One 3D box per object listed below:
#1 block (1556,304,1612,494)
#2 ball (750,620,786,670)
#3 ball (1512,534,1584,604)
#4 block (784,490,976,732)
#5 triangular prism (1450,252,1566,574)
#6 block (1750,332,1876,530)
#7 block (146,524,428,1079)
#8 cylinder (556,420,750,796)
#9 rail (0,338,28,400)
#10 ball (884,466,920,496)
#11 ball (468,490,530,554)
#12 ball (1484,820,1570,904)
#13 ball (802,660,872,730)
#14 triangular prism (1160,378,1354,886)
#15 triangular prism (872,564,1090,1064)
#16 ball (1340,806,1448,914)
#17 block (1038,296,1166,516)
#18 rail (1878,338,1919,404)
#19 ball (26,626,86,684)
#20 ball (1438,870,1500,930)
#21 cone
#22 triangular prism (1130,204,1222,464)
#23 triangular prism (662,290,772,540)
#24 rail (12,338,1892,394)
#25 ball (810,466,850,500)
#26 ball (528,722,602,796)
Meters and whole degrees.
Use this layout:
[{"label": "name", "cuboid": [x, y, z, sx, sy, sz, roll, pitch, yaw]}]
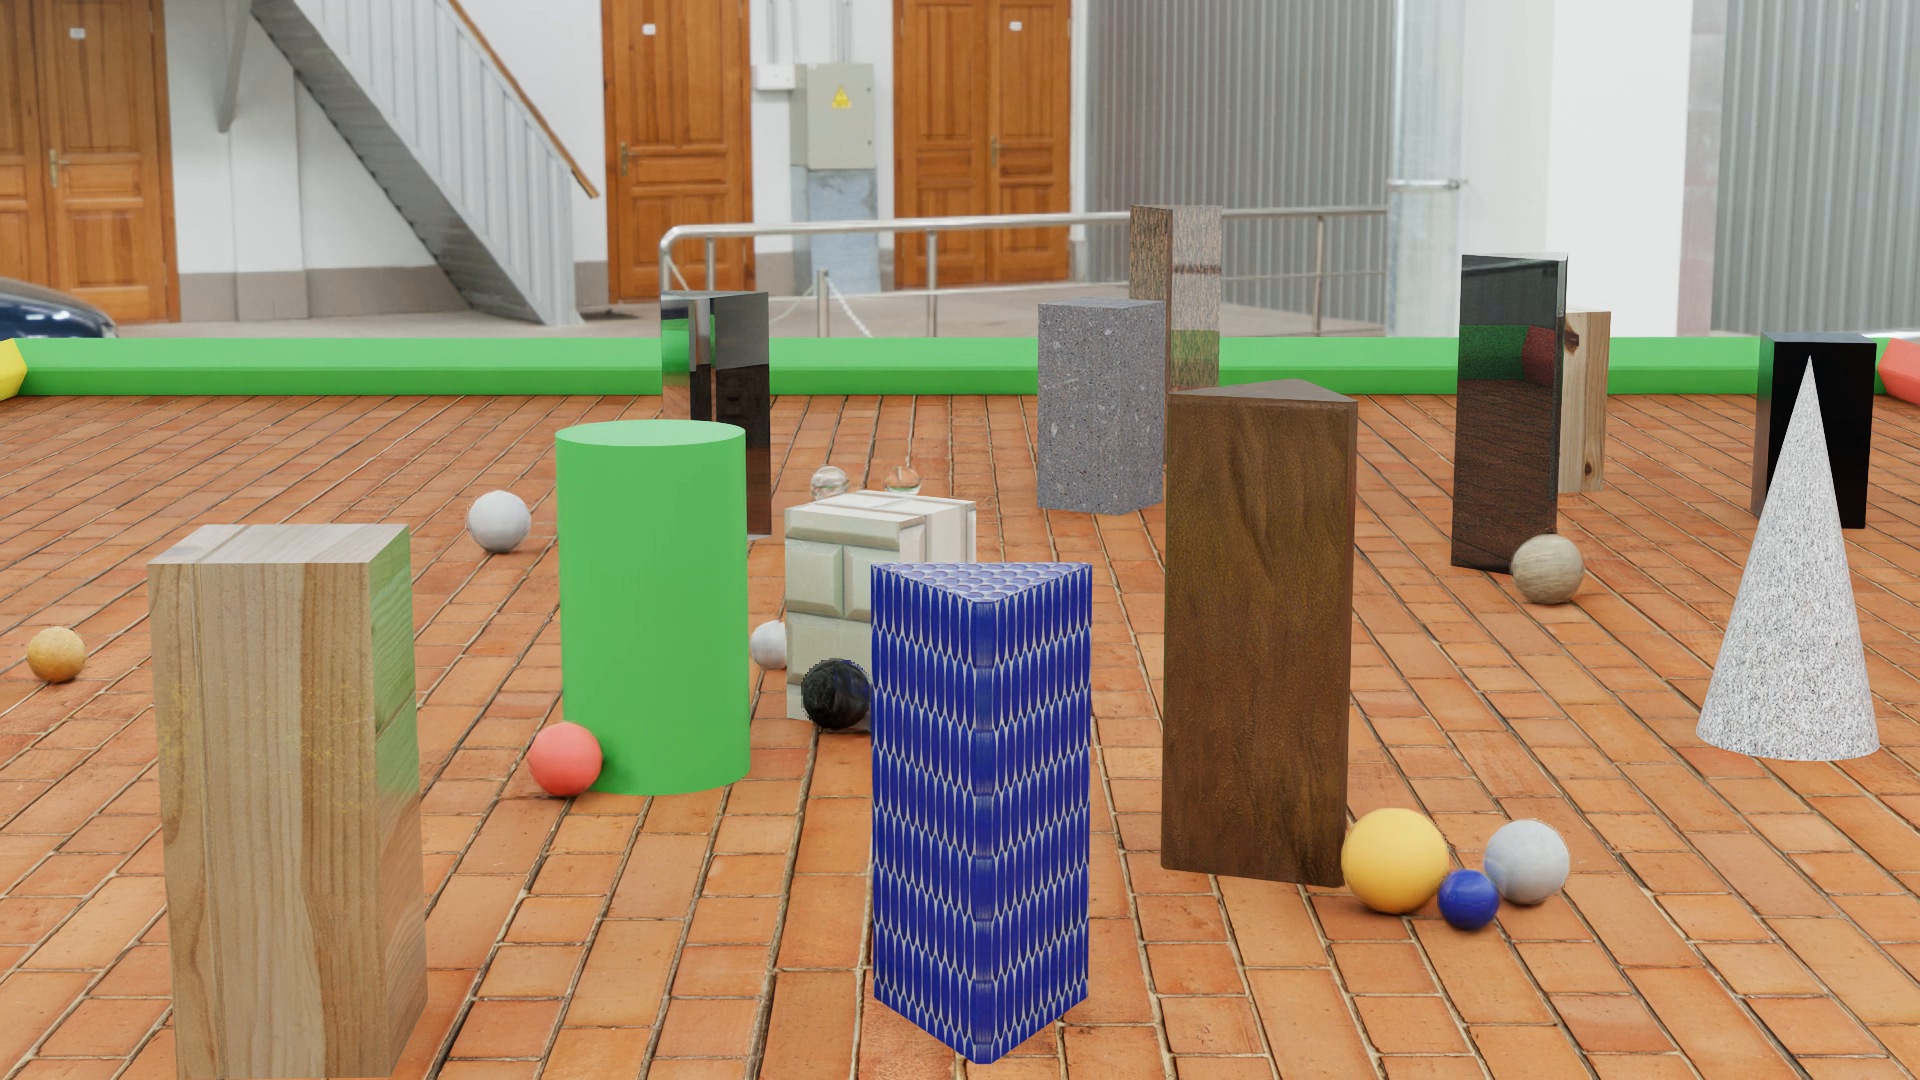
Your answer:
[{"label": "block", "cuboid": [1.012, -0.246, 4.448, 0.154, 0.310, 0.154, -3, 11, -18]}, {"label": "ball", "cuboid": [-0.226, 0.128, 3.117, 0.060, 0.060, 0.060, 0, 11, 0]}, {"label": "ball", "cuboid": [0.801, 0.039, 3.497, 0.096, 0.096, 0.096, 0, 11, 0]}, {"label": "block", "cuboid": [-0.089, 0.078, 2.895, 0.154, 0.239, 0.154, 7, 12, 32]}, {"label": "triangular prism", "cuboid": [0.831, -0.186, 3.725, 0.167, 0.455, 0.145, 10, 15, 44]}, {"label": "block", "cuboid": [1.369, -0.179, 4.123, 0.154, 0.295, 0.154, 2, 11, 9]}, {"label": "block", "cuboid": [-0.493, 0.190, 1.906, 0.154, 0.382, 0.154, 0, 11, -1]}, {"label": "cylinder", "cuboid": [-0.315, 0.065, 2.648, 0.193, 0.356, 0.193, 0, 11, 0]}, {"label": "rail", "cuboid": [-2.063, 0.034, 3.437, 0.045, 0.125, 4.589, 0, 11, 0]}, {"label": "ball", "cuboid": [-0.097, -0.094, 4.307, 0.062, 0.062, 0.062, 0, 11, 0]}, {"label": "ball", "cuboid": [-0.693, -0.027, 3.860, 0.094, 0.094, 0.094, 0, 11, 0]}, {"label": "ball", "cuboid": [0.497, 0.283, 2.250, 0.074, 0.074, 0.074, 0, 11, 0]}, {"label": "ball", "cuboid": [-0.135, 0.170, 2.803, 0.075, 0.075, 0.075, 0, 11, 0]}, {"label": "triangular prism", "cuboid": [0.288, 0.078, 2.353, 0.167, 0.438, 0.145, 4, 11, 20]}, {"label": "triangular prism", "cuboid": [0.038, 0.196, 1.966, 0.145, 0.348, 0.167, -6, 12, -30]}, {"label": "ball", "cuboid": [0.376, 0.278, 2.225, 0.092, 0.092, 0.092, 0, 11, 0]}, {"label": "block", "cuboid": [0.234, -0.225, 4.255, 0.154, 0.338, 0.154, 7, 12, 31]}, {"label": "rail", "cuboid": [2.063, 0.030, 3.461, 0.045, 0.125, 4.589, 0, 11, 0]}, {"label": "ball", "cuboid": [-1.075, 0.137, 3.052, 0.067, 0.067, 0.067, 0, 11, 0]}, {"label": "ball", "cuboid": [0.433, 0.306, 2.183, 0.051, 0.051, 0.051, 0, 11, 0]}, {"label": "cone", "cuboid": [0.905, 0.009, 2.770, 0.193, 0.421, 0.193, 0, 11, 0]}, {"label": "triangular prism", "cuboid": [0.376, -0.388, 4.780, 0.145, 0.466, 0.167, 8, 13, 38]}, {"label": "triangular prism", "cuboid": [-0.404, -0.190, 3.954, 0.145, 0.381, 0.167, 8, 13, 38]}, {"label": "rail", "cuboid": [-0.013, -0.383, 5.682, 4.173, 0.125, 0.045, 0, 11, 0]}, {"label": "ball", "cuboid": [-0.218, -0.091, 4.283, 0.065, 0.065, 0.065, 0, 11, 0]}, {"label": "ball", "cuboid": [-0.395, 0.219, 2.567, 0.074, 0.074, 0.074, 0, 11, 0]}]
